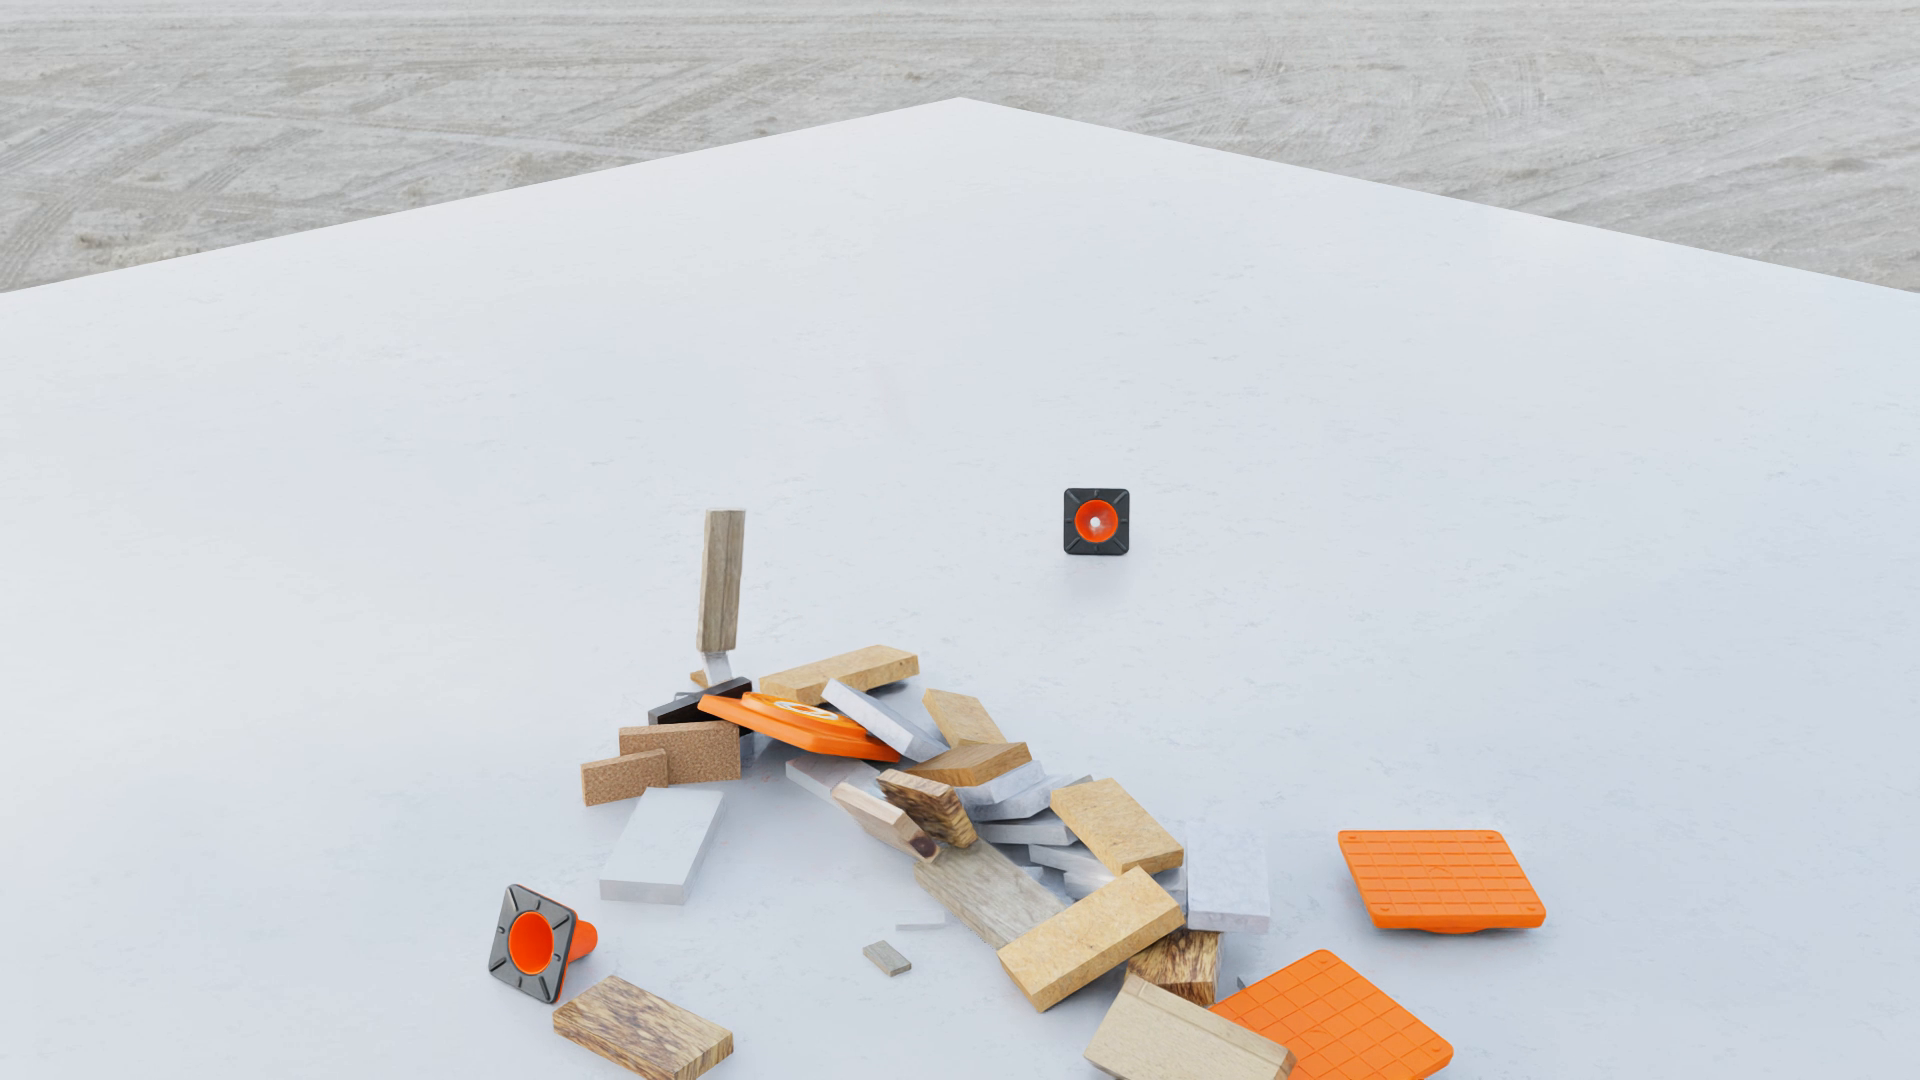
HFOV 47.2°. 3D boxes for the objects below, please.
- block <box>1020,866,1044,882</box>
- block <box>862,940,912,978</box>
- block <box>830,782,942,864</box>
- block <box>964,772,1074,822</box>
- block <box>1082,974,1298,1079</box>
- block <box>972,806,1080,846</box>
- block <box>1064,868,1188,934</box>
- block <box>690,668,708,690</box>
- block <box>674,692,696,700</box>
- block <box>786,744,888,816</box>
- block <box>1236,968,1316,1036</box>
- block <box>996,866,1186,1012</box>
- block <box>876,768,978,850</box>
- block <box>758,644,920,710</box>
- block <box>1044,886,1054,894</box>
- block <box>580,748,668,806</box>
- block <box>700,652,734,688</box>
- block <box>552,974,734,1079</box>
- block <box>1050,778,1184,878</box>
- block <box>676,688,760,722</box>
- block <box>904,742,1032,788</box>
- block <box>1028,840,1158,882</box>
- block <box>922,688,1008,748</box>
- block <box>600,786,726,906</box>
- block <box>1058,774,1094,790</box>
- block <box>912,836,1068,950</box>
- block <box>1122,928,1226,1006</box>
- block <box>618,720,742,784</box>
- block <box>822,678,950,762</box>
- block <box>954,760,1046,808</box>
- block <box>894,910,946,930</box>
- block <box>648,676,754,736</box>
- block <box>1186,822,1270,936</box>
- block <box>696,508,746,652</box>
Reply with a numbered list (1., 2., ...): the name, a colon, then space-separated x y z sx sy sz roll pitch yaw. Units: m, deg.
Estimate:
1. block: 0.121 0.653 4.174 0.046 0.013 0.092 -4 27 28
2. block: -0.132 0.755 3.966 0.046 0.013 0.092 -15 27 -32
3. block: -0.145 0.546 4.260 0.035 0.122 0.245 -50 29 -16
4. block: 0.094 0.511 4.347 0.137 0.039 0.274 -23 5 -37
5. block: 0.373 0.846 3.595 0.319 0.045 0.160 19 67 38
6. block: 0.153 0.550 4.300 0.266 0.038 0.133 -6 13 46
7. block: 0.348 0.650 4.086 0.153 0.043 0.305 -16 15 -33
8. block: -0.556 0.322 4.982 0.058 0.016 0.116 -17 29 -35
9. block: -0.578 0.360 4.892 0.116 0.016 0.058 1 23 1
10. block: -0.236 0.499 4.540 0.123 0.035 0.246 -19 29 -37
11. block: 0.550 0.805 3.836 0.079 0.022 0.157 -6 24 -15
12. block: 0.231 0.705 3.900 0.305 0.043 0.153 -29 29 -12
13. block: -0.065 0.522 4.284 0.035 0.122 0.245 -34 19 -25
14. block: -0.270 0.305 4.931 0.322 0.046 0.161 -14 14 -33
15. block: 0.154 0.682 4.138 0.046 0.013 0.092 1 23 2
16. block: -0.687 0.486 4.504 0.174 0.087 0.025 -9 25 -21
17. block: -0.547 0.272 4.921 0.058 0.116 0.016 -4 -21 -38
18. block: -0.540 0.836 3.738 0.285 0.040 0.143 16 28 33
19. block: 0.293 0.540 4.129 0.133 0.038 0.266 -10 29 -25
20. block: -0.532 0.371 4.829 0.174 0.025 0.087 -6 37 -13
21. block: 0.013 0.453 4.409 0.137 0.039 0.274 -22 5 -31
22. block: 0.271 0.596 4.188 0.133 0.038 0.266 -18 15 -39
23. block: 0.013 0.397 4.731 0.122 0.035 0.245 13 17 -23
24. block: -0.577 0.595 4.301 0.161 0.046 0.354 3 23 7
25. block: 0.227 0.492 4.264 0.092 0.046 0.013 -22 -3 -38
26. block: 0.060 0.664 4.111 0.143 0.040 0.329 -24 31 -25
27. block: 0.381 0.737 3.875 0.153 0.043 0.305 -5 12 12
28. block: -0.580 0.443 4.559 0.246 0.123 0.035 -3 23 -8
29. block: -0.144 0.397 4.656 0.161 0.046 0.322 30 0 -41
30. block: 0.032 0.490 4.378 0.137 0.039 0.274 -23 5 -37
31. block: -0.074 0.705 4.081 0.092 0.013 0.046 -1 23 -2
32. block: -0.551 0.387 4.691 0.246 0.123 0.035 -19 30 -38
33. block: 0.483 0.610 3.987 0.143 0.040 0.285 4 26 3
34. block: -0.530 0.089 4.871 0.087 0.322 0.025 -3 15 -33
